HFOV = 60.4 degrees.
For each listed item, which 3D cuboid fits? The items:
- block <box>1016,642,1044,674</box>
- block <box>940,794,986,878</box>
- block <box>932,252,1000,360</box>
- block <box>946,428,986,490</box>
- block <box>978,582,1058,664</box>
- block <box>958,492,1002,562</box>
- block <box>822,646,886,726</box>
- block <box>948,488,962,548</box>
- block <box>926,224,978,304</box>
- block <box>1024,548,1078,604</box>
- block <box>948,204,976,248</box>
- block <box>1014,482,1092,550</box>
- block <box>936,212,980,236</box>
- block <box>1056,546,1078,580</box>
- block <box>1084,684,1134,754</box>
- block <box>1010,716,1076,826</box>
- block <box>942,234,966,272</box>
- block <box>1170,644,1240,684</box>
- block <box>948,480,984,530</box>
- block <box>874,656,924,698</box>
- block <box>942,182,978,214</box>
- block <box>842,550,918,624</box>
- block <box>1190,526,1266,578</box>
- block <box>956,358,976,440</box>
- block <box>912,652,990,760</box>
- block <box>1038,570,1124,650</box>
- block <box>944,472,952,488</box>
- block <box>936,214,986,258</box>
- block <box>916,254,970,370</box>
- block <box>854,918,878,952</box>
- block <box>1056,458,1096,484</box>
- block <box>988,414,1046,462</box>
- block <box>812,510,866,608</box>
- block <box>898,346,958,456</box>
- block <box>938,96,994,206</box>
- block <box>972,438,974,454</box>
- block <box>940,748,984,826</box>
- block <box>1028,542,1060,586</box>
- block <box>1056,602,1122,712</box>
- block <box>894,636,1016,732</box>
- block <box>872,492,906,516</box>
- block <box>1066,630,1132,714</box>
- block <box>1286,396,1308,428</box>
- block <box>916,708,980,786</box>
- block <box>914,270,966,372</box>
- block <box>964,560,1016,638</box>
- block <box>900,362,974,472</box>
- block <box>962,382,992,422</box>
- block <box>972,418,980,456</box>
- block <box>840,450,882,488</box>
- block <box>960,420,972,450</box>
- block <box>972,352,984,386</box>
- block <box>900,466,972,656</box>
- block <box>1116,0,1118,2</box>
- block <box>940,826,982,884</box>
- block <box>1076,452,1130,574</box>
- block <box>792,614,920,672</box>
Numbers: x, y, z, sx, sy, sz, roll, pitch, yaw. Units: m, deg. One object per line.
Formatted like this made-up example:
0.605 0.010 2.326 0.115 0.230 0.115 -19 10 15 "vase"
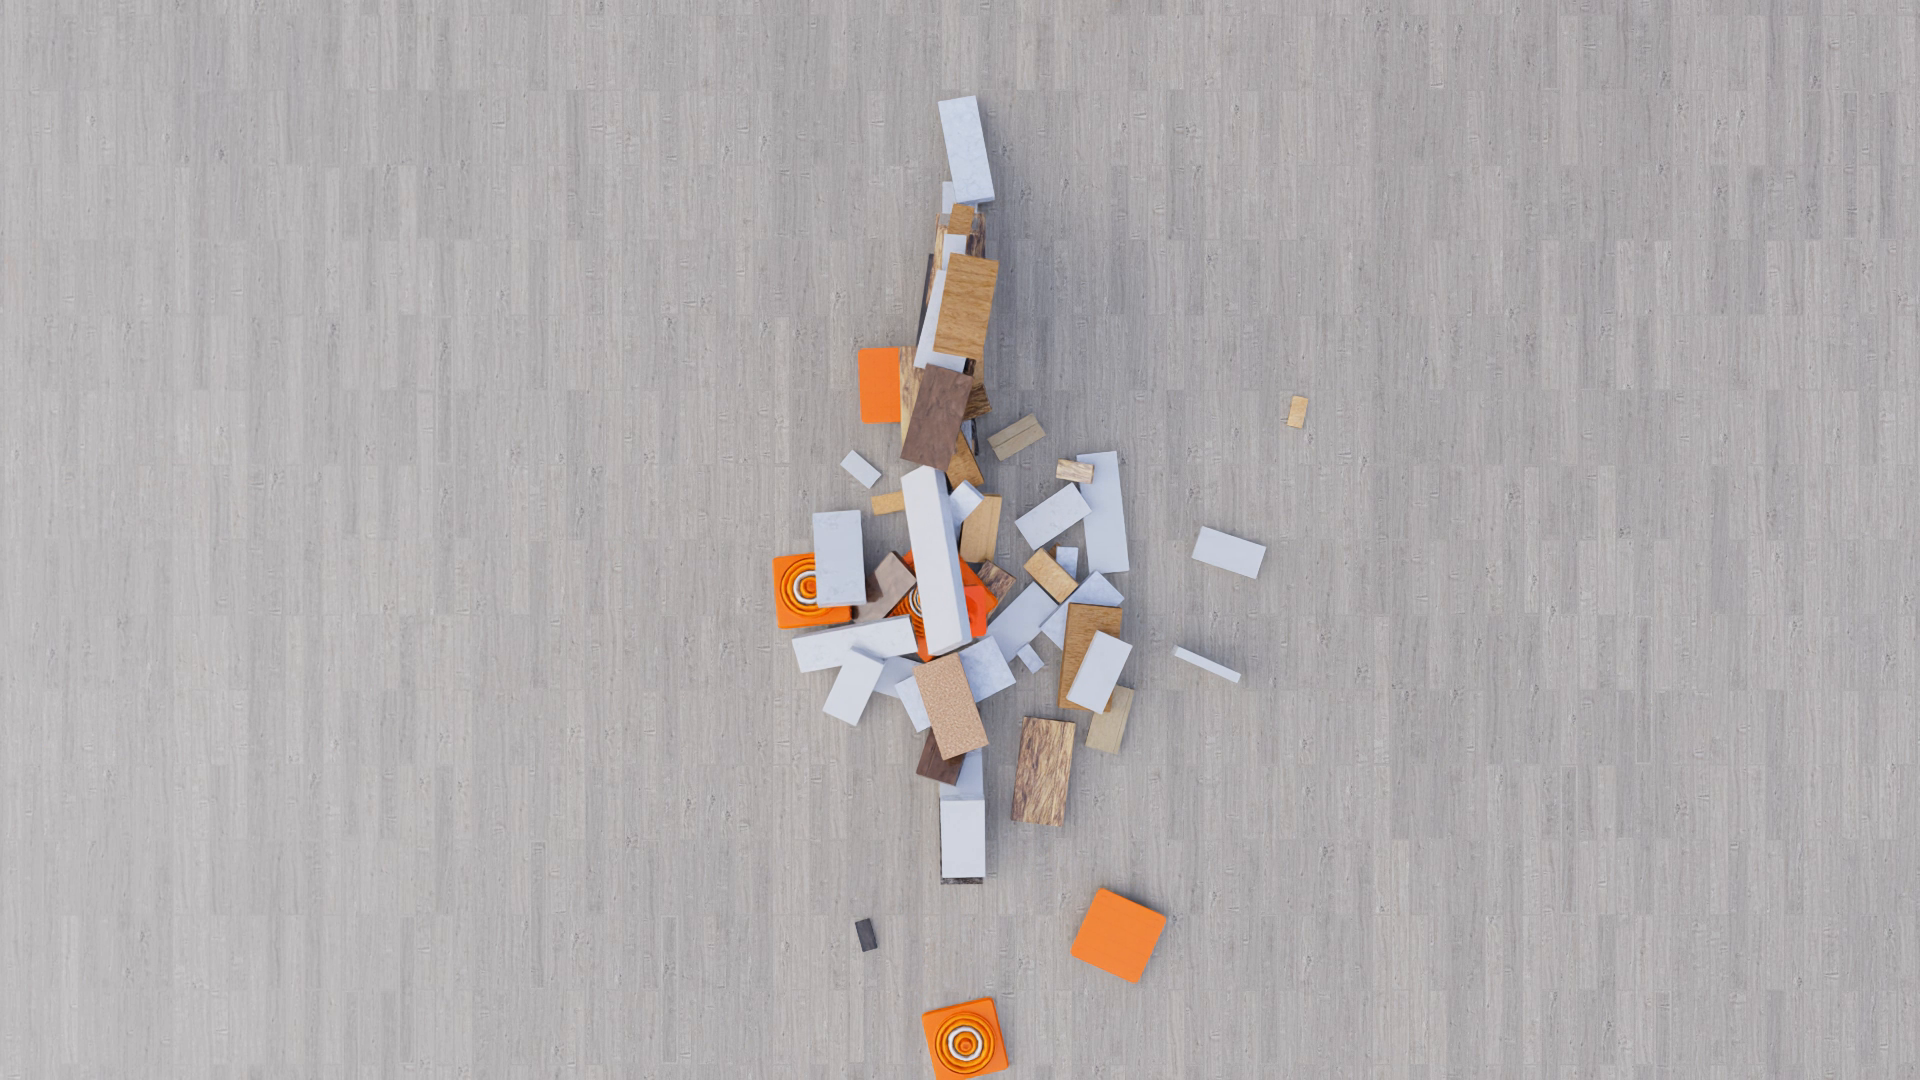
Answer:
0.232 0.392 5.472 0.050 0.014 0.101 -38 114 -3 "block"
0.010 0.969 5.394 0.141 0.040 0.283 -1 109 0 "block"
0.018 -0.724 5.117 0.154 0.044 0.309 11 98 0 "block"
-0.006 -0.258 5.372 0.101 0.029 0.202 -24 91 9 "block"
0.197 0.278 5.481 0.267 0.038 0.134 -45 90 0 "block"
0.064 -0.040 5.433 0.117 0.033 0.233 3 111 -11 "block"
-0.350 0.482 5.440 0.123 0.035 0.246 25 111 0 "block"
-0.020 -0.072 5.448 0.101 0.029 0.203 -4 112 1 "block"
-0.024 -0.860 5.210 0.126 0.036 0.252 9 90 2 "block"
0.301 0.117 5.451 0.175 0.025 0.087 45 106 5 "block"
-0.001 -0.981 5.182 0.070 0.020 0.140 12 90 2 "block"
0.310 -0.077 5.462 0.233 0.033 0.117 -35 86 8 "block"
-0.019 -0.904 5.246 0.126 0.036 0.252 8 90 2 "block"
0.351 0.091 5.472 0.070 0.020 0.140 2 100 -11 "block"
0.497 0.590 5.484 0.111 0.031 0.222 15 90 0 "block"
0.275 0.767 5.476 0.172 0.049 0.345 7 90 0 "block"
-0.019 -0.886 5.167 0.070 0.020 0.140 4 102 2 "block"
0.810 0.408 5.444 0.222 0.111 0.031 24 90 0 "block"
-0.016 -0.099 5.378 0.087 0.025 0.210 43 123 -1 "block"
-0.201 0.455 5.481 0.265 0.037 0.132 17 90 0 "block"
-0.001 -1.069 5.448 0.114 0.032 0.229 1 80 0 "block"
-0.259 0.175 5.424 0.132 0.037 0.265 47 110 14 "block"
0.892 0.042 5.484 0.222 0.031 0.111 18 90 0 "block"
-0.056 -0.498 5.324 0.174 0.049 0.347 13 78 2 "block"
-0.030 0.541 5.372 0.157 0.045 0.315 -19 82 1 "block"
0.401 0.239 5.451 0.134 0.038 0.267 44 90 -9 "block"
-0.007 -0.170 5.443 0.101 0.029 0.203 -1 112 7 "block"
0.001 -0.891 5.335 0.161 0.046 0.322 0 90 2 "block"
-0.037 -0.731 5.288 0.174 0.049 0.347 8 90 2 "block"
-0.313 1.316 5.493 0.050 0.014 0.101 -15 90 0 "block"
0.382 -0.228 5.458 0.127 0.018 0.063 12 99 28 "block"
0.188 -0.342 5.488 0.175 0.025 0.087 -30 90 0 "block"
-0.396 0.061 5.424 0.158 0.045 0.315 -4 70 -1 "block"
-0.101 -0.441 5.239 0.174 0.049 0.347 -2 90 2 "block"
0.020 -1.286 5.451 0.126 0.036 0.359 -10 80 -1 "block"
0.002 -0.248 5.458 0.087 0.025 0.175 3 104 12 "block"
0.004 0.800 5.451 0.141 0.040 0.283 -2 78 0 "block"
0.299 0.082 5.490 0.070 0.020 0.140 45 90 0 "block"
0.426 0.385 5.421 0.172 0.049 0.345 6 94 -7 "block"
-0.014 0.474 5.426 0.362 0.049 0.172 -27 82 0 "block"
-0.228 -0.124 5.491 0.127 0.018 0.063 -12 90 0 "block"
0.455 0.431 5.386 0.123 0.035 0.246 24 92 -8 "block"
1.124 -0.426 5.493 0.050 0.014 0.101 12 90 0 "block"
-0.039 0.664 5.434 0.134 0.038 0.267 15 76 14 "block"
-0.033 -0.678 5.169 0.154 0.044 0.309 14 98 -1 "block"
0.074 0.192 5.464 0.117 0.033 0.233 34 100 0 "block"
-0.072 -0.385 5.170 0.154 0.044 0.309 16 100 -2 "block"
-0.012 -0.429 5.395 0.223 0.027 0.095 -21 77 15 "block"
0.009 -0.363 5.461 0.087 0.025 0.175 -4 100 18 "block"
-0.330 -0.235 5.491 0.127 0.018 0.063 40 90 0 "block"
-0.008 -0.380 5.415 0.087 0.025 0.175 -4 82 18 "block"
-0.002 -0.615 5.428 0.161 0.046 0.322 0 107 2 "block"
-0.079 0.056 5.329 0.158 0.045 0.614 -26 65 40 "block"
0.484 -1.858 5.490 0.140 0.020 0.070 30 90 0 "block"
0.003 0.999 5.480 0.141 0.040 0.283 -1 90 0 "block"
0.474 -0.090 5.481 0.132 0.037 0.398 -6 90 0 "block"
-0.344 0.340 5.429 0.403 0.035 0.123 -11 108 10 "block"
